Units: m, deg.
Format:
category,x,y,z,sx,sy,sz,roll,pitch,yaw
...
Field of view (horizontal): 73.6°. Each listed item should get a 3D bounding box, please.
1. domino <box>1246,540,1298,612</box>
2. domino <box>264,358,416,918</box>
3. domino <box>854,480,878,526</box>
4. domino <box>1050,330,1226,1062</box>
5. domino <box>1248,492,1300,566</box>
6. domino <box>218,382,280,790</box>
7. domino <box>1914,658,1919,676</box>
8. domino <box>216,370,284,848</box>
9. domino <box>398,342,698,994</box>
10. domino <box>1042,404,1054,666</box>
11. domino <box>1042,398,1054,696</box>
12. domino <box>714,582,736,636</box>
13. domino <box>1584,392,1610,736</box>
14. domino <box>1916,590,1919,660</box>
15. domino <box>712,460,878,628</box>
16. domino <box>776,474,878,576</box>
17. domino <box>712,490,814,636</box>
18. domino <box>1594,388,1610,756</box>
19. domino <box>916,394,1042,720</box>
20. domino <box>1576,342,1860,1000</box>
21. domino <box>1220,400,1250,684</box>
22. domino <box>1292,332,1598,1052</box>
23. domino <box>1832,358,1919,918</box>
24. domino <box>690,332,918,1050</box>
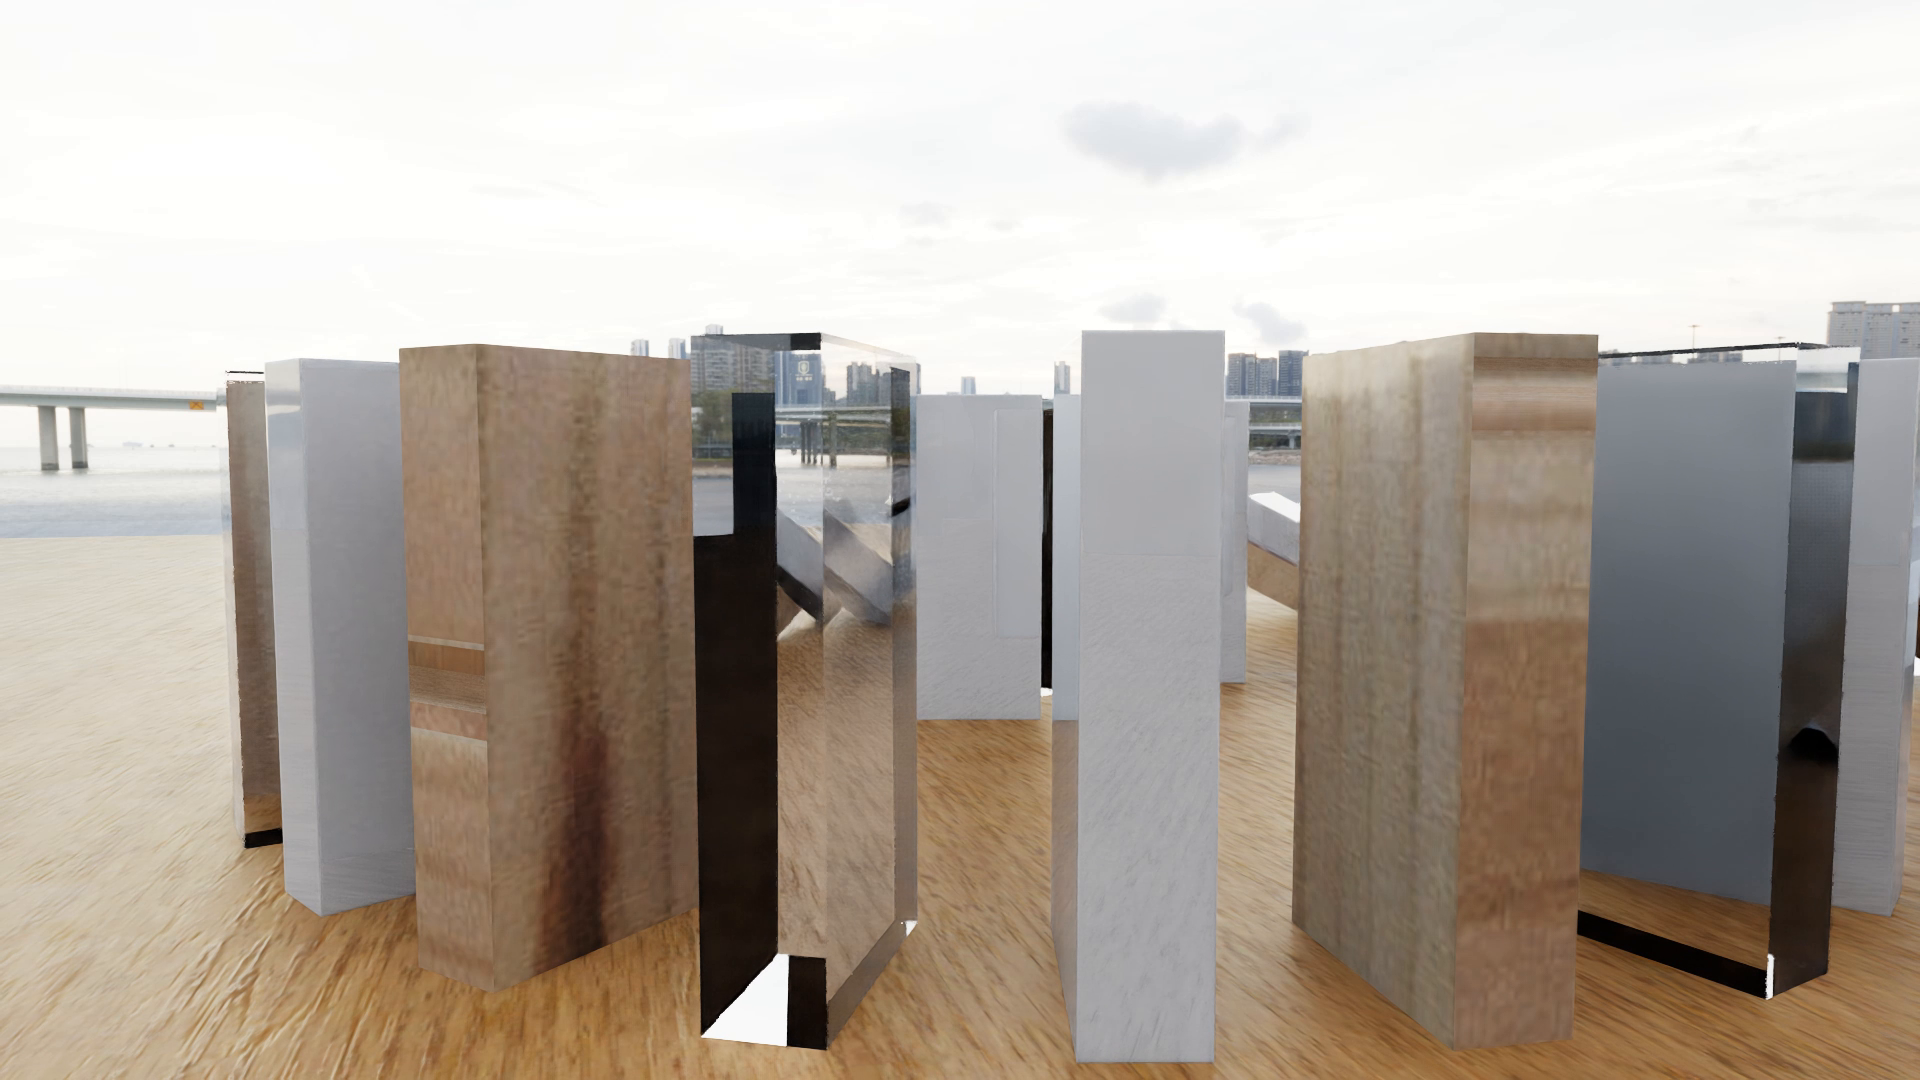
category,x,y,z,sx,sy,sz,roll,pitch,yaw
domino,0.071,0.003,0.324,0.050,0.010,0.025,28,13,17
domino,-0.052,0.008,0.126,0.010,0.050,0.025,4,6,45
domino,-0.001,0.002,0.320,0.050,0.010,0.025,30,-3,-14
domino,0.013,0.010,0.099,0.010,0.050,0.025,0,4,0
domino,0.094,0.004,0.316,0.050,0.009,0.025,30,18,25
domino,-0.079,0.005,0.165,0.025,0.050,0.009,-2,5,-22
domino,0.166,0.009,0.254,0.025,0.010,0.050,-1,29,-19
domino,-0.068,0.007,0.144,0.025,0.050,0.009,-3,5,-35
domino,-0.033,0.009,0.111,0.010,0.050,0.025,3,5,33
domino,0.025,0.000,0.237,0.010,0.050,0.025,-2,5,-23
domino,0.005,0.001,0.224,0.025,0.050,0.010,4,6,42
domino,-0.069,-0.001,0.269,0.025,0.050,0.010,4,38,44
domino,0.097,0.003,0.192,0.025,0.050,0.009,-1,4,-13
domino,0.175,0.010,0.232,0.025,0.009,0.050,-1,29,-14
domino,-0.040,0.001,0.298,0.050,0.010,0.025,42,-17,-27
domino,-0.021,0.002,0.312,0.050,0.009,0.025,33,-6,-18
domino,-0.056,0.000,0.284,0.025,0.050,0.009,6,50,53
domino,0.099,0.005,0.168,0.025,0.050,0.009,0,4,5
domino,0.000,0.002,0.201,0.025,0.050,0.009,0,4,0
domino,0.059,0.009,0.110,0.010,0.050,0.025,-3,5,-32
domino,0.049,0.000,0.239,0.010,0.050,0.025,1,4,12
domino,0.037,0.010,0.101,0.010,0.050,0.025,-1,4,-12
domino,0.077,0.008,0.125,0.025,0.050,0.009,4,6,41
domino,-0.011,0.010,0.101,0.010,0.050,0.025,1,4,13
